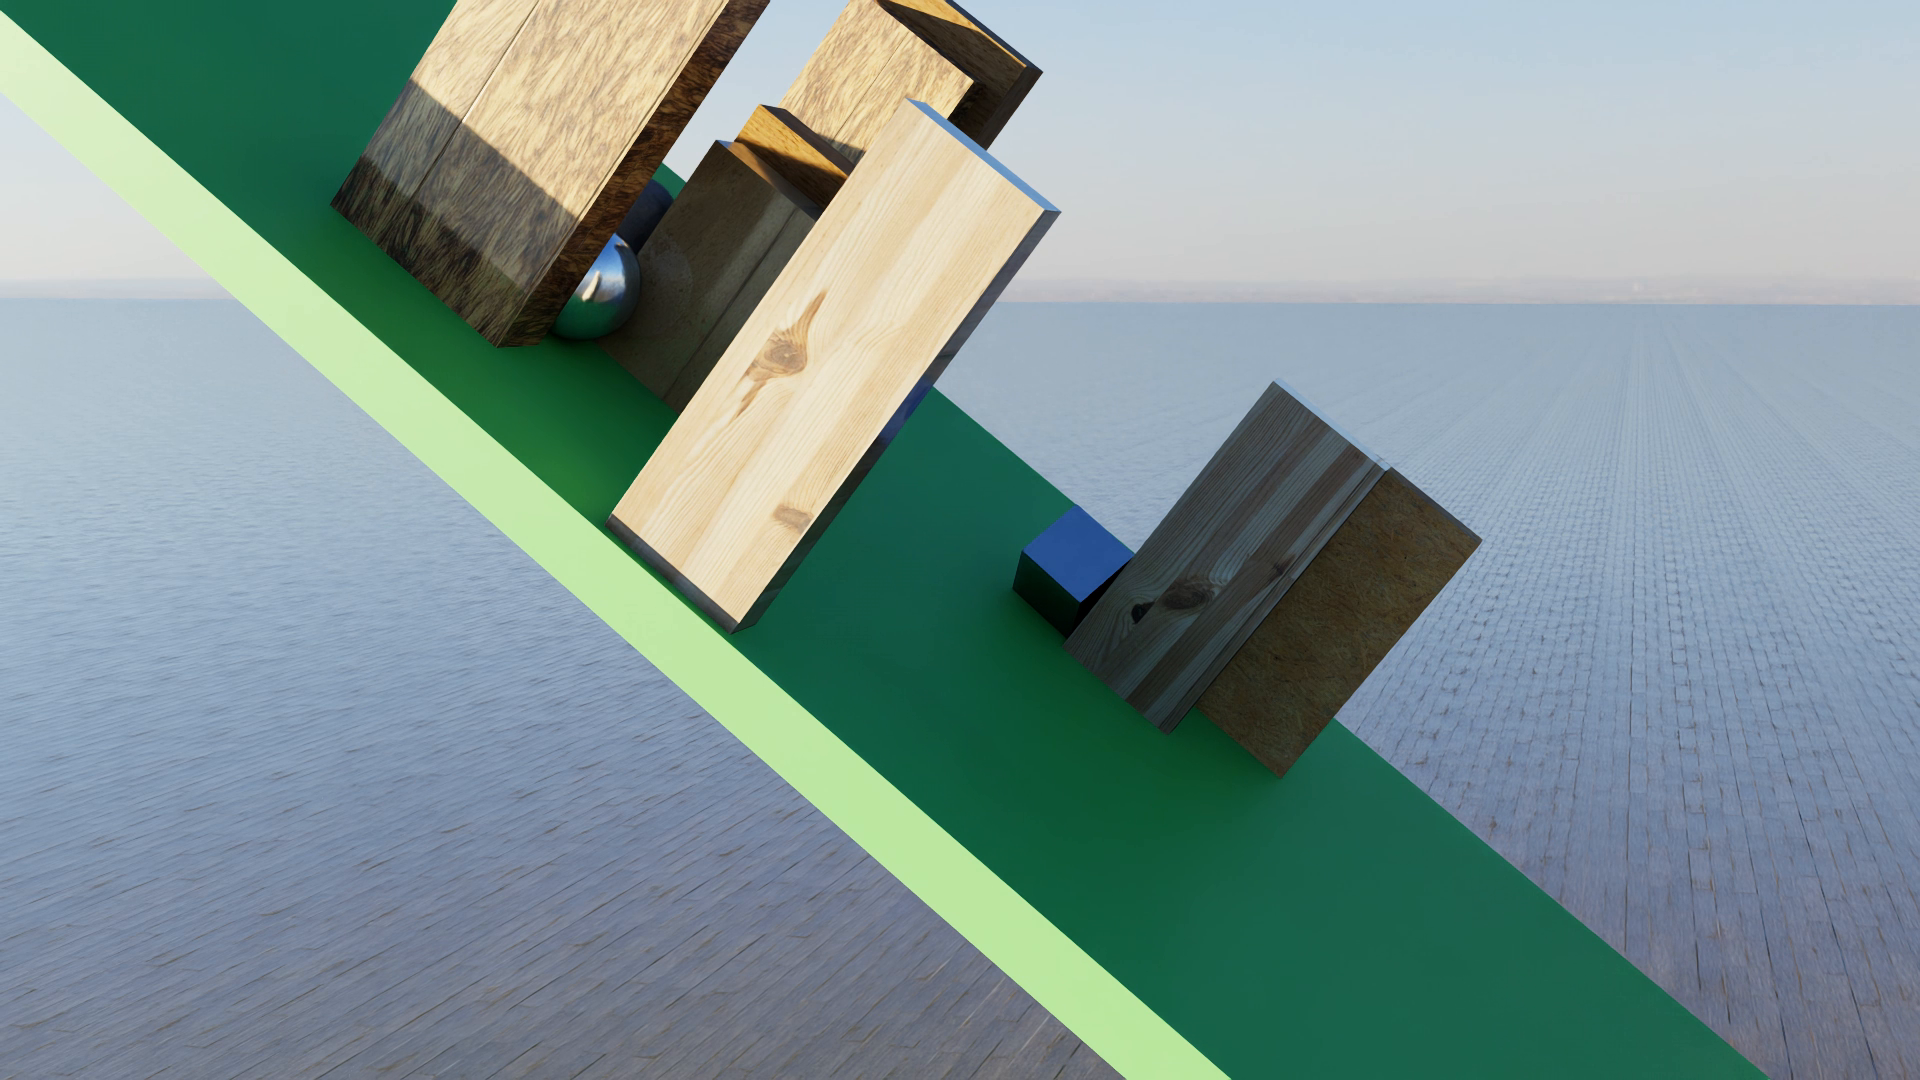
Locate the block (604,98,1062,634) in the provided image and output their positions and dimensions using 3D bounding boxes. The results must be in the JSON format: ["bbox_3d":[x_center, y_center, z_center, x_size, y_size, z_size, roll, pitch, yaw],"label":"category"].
[{"bbox_3d":[-0.187,-0.236,3.089,0.247,0.751,0.093,40,16,9],"label":"block"}]

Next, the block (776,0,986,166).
[{"bbox_3d":[-0.266,-0.811,4.721,0.320,0.647,0.111,40,16,9],"label":"block"}]

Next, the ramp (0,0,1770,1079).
[{"bbox_3d":[-0.036,0.091,4.056,4.000,0.100,2.000,40,16,9],"label":"ramp"}]

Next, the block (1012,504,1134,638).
[{"bbox_3d":[0.210,0.060,4.103,0.148,0.148,0.148,-40,-19,-25],"label":"block"}]

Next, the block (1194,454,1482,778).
[{"bbox_3d":[0.707,0.147,4.224,0.260,0.590,0.089,40,16,9],"label":"block"}]

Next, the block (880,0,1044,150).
[{"bbox_3d":[-0.188,-0.837,4.809,0.357,0.730,0.142,40,16,9],"label":"block"}]

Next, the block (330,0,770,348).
[{"bbox_3d":[-0.655,-0.691,3.485,0.371,0.682,0.139,40,16,9],"label":"block"}]

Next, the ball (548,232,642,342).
[{"bbox_3d":[-0.636,-0.436,3.690,0.203,0.203,0.203,0,7,0],"label":"ball"}]

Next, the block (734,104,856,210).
[{"bbox_3d":[-0.325,-0.460,3.917,0.386,0.480,0.126,40,16,9],"label":"block"}]

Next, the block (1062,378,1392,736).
[{"bbox_3d":[0.478,0.033,3.989,0.253,0.626,0.087,40,16,9],"label":"block"}]

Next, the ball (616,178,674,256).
[{"bbox_3d":[-0.569,-0.564,3.850,0.150,0.150,0.150,0,7,0],"label":"ball"}]

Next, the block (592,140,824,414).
[{"bbox_3d":[-0.405,-0.430,3.784,0.290,0.413,0.113,40,16,9],"label":"block"}]
